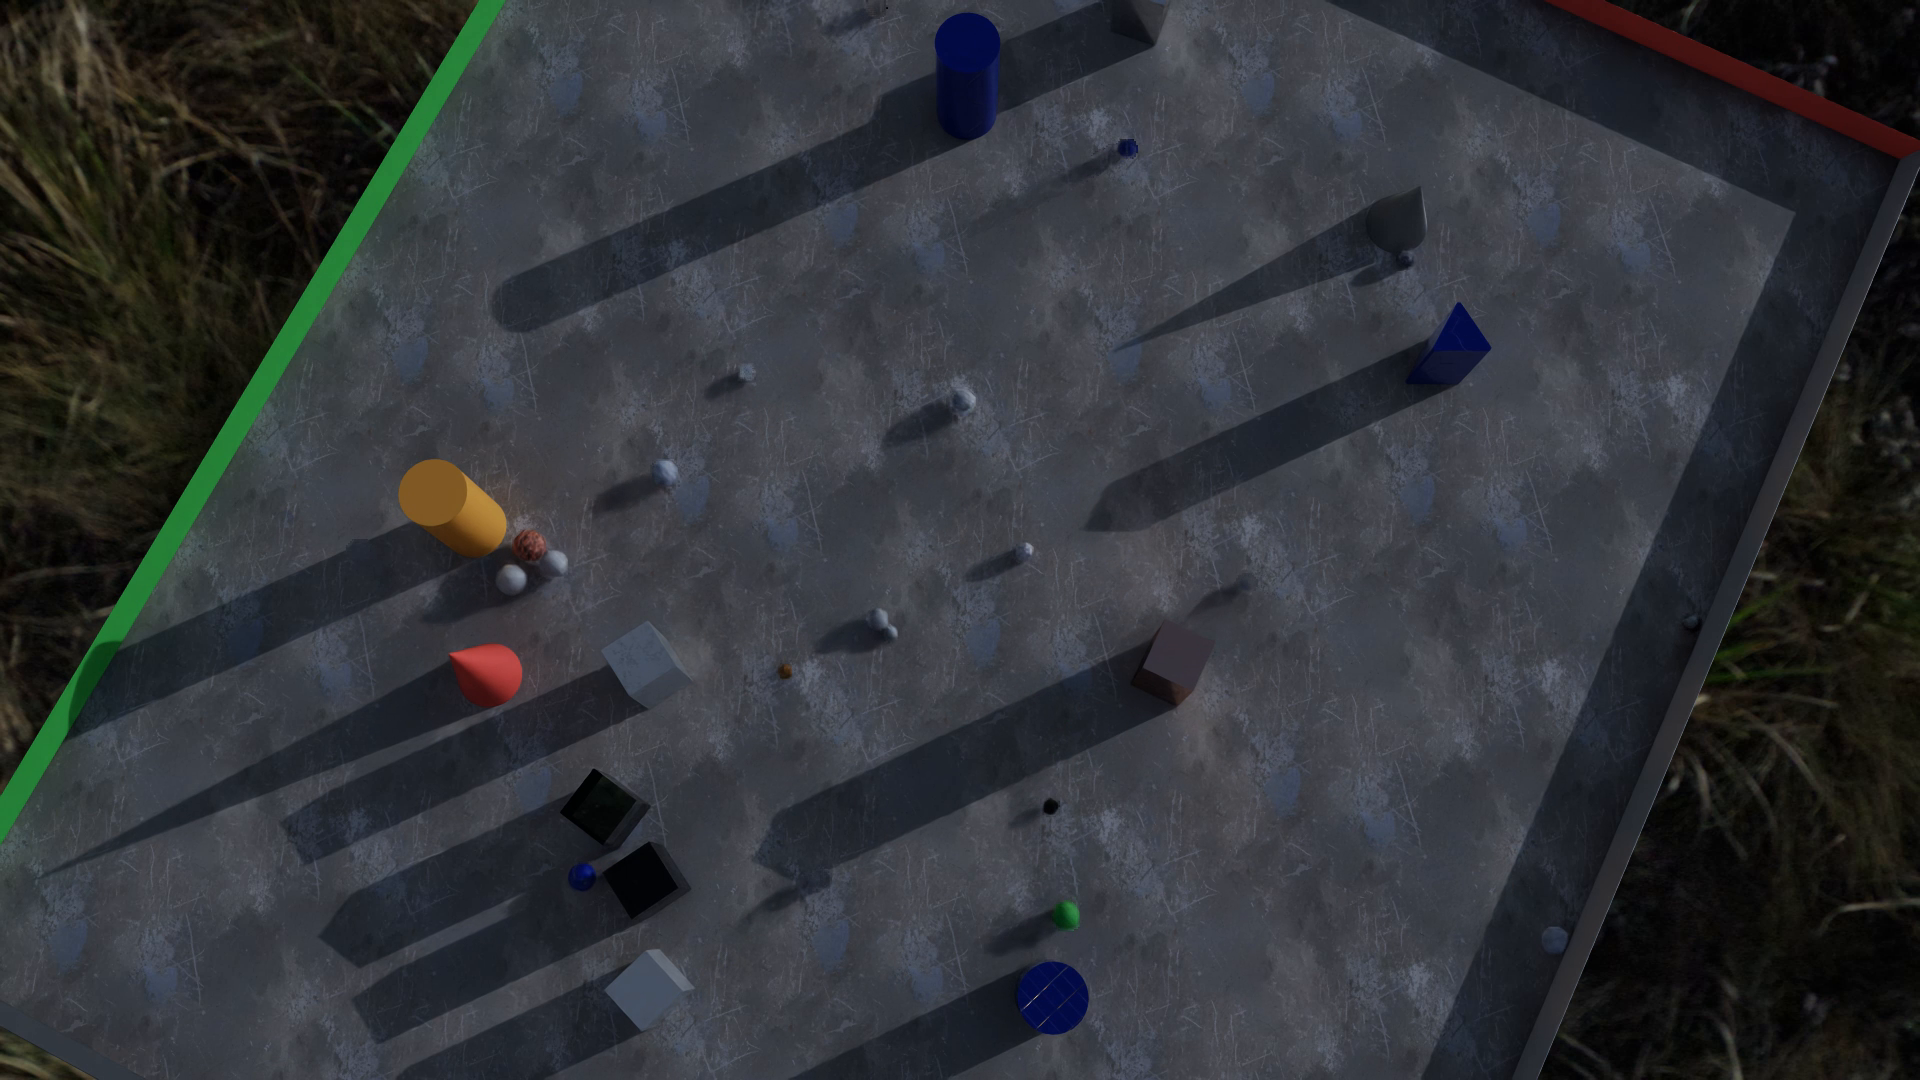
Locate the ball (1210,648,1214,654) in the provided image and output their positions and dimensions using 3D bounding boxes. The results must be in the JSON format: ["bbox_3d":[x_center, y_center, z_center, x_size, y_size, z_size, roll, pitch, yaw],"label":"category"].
[{"bbox_3d":[0.729,0.327,5.516,0.065,0.065,0.065,0,78,0],"label":"ball"}]

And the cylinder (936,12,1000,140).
[{"bbox_3d":[0.022,-1.428,5.670,0.195,0.474,0.195,0,78,0],"label":"cylinder"}]

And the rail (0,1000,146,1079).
[{"bbox_3d":[-1.101,2.163,5.103,4.311,0.126,0.045,26,80,5],"label":"rail"}]

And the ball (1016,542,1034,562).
[{"bbox_3d":[0.198,0.036,5.579,0.060,0.060,0.060,0,78,0],"label":"ball"}]

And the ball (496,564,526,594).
[{"bbox_3d":[-1.359,0.120,5.545,0.092,0.092,0.092,0,78,0],"label":"ball"}]

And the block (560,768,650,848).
[{"bbox_3d":[-1.027,0.782,5.325,0.156,0.254,0.156,36,81,7],"label":"block"}]

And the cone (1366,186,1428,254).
[{"bbox_3d":[1.387,-1.035,5.668,0.195,0.318,0.195,0,78,0],"label":"cone"}]

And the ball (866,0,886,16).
[{"bbox_3d":[-0.272,-1.730,5.942,0.063,0.063,0.063,0,78,0],"label":"ball"}]

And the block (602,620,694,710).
[{"bbox_3d":[-0.913,0.369,5.367,0.156,0.339,0.156,-33,80,-6],"label":"block"}]

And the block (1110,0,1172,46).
[{"bbox_3d":[0.587,-1.728,5.837,0.156,0.269,0.156,19,79,4],"label":"block"}]

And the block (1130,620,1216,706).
[{"bbox_3d":[0.617,0.362,5.346,0.156,0.382,0.156,25,79,5],"label":"block"}]

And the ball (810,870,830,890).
[{"bbox_3d":[-0.411,0.997,5.380,0.059,0.059,0.059,0,78,0],"label":"ball"}]

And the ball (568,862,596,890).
[{"bbox_3d":[-1.106,0.987,5.371,0.081,0.081,0.081,0,78,0],"label":"ball"}]

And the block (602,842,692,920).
[{"bbox_3d":[-0.899,0.983,5.280,0.156,0.261,0.156,-33,80,-7],"label":"block"}]

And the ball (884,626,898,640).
[{"bbox_3d":[-0.210,0.280,5.537,0.043,0.043,0.043,0,78,0],"label":"ball"}]

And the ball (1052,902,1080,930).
[{"bbox_3d":[0.311,1.095,5.349,0.080,0.080,0.080,0,78,0],"label":"ball"}]

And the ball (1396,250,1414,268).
[{"bbox_3d":[1.400,-0.885,5.770,0.058,0.058,0.058,0,78,0],"label":"ball"}]

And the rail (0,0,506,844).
[{"bbox_3d":[-1.907,-0.927,5.743,0.045,0.126,4.971,26,80,5],"label":"rail"}]

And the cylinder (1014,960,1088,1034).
[{"bbox_3d":[0.255,1.287,5.179,0.195,0.335,0.195,0,78,0],"label":"cylinder"}]

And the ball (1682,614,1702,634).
[{"bbox_3d":[2.211,0.253,5.536,0.056,0.056,0.056,0,78,0],"label":"ball"}]

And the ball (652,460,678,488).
[{"bbox_3d":[-0.905,-0.204,5.616,0.083,0.083,0.083,0,78,0],"label":"ball"}]

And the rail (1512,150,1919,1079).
[{"bbox_3d":[1.907,0.940,5.356,0.045,0.126,4.971,26,80,5],"label":"rail"}]

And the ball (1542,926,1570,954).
[{"bbox_3d":[1.733,1.165,5.336,0.078,0.078,0.078,0,78,0],"label":"ball"}]

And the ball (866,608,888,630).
[{"bbox_3d":[-0.248,0.240,5.533,0.067,0.067,0.067,0,78,0],"label":"ball"}]

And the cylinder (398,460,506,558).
[{"bbox_3d":[-1.489,-0.088,5.401,0.195,0.458,0.195,0,78,0],"label":"cylinder"}]

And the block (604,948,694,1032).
[{"bbox_3d":[-0.882,1.281,5.227,0.156,0.243,0.156,-44,82,-8],"label":"block"}]

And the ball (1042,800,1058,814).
[{"bbox_3d":[0.268,0.791,5.430,0.044,0.044,0.044,0,78,0],"label":"ball"}]

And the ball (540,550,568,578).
[{"bbox_3d":[-1.231,0.072,5.559,0.084,0.084,0.084,0,78,0],"label":"ball"}]

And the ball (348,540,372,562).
[{"bbox_3d":[-1.825,0.035,5.574,0.069,0.069,0.069,0,78,0],"label":"ball"}]

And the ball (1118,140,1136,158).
[{"bbox_3d":[0.532,-1.249,5.847,0.055,0.055,0.055,0,78,0],"label":"ball"}]

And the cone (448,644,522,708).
[{"bbox_3d":[-1.419,0.361,5.308,0.195,0.459,0.195,0,78,0],"label":"cone"}]

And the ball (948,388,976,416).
[{"bbox_3d":[0.007,-0.425,5.661,0.085,0.085,0.085,0,78,0],"label":"ball"}]

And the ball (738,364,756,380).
[{"bbox_3d":[-0.661,-0.521,5.698,0.052,0.052,0.052,0,78,0],"label":"ball"}]

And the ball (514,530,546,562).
[{"bbox_3d":[-1.306,0.017,5.563,0.097,0.097,0.097,0,78,0],"label":"ball"}]

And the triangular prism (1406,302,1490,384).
[{"bbox_3d":[1.474,-0.596,5.565,0.168,0.343,0.146,0,78,0],"label":"triangular prism"}]

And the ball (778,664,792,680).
[{"bbox_3d":[-0.525,0.397,5.512,0.044,0.044,0.044,0,78,0],"label":"ball"}]

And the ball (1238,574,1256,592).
[{"bbox_3d":[0.871,0.131,5.564,0.050,0.050,0.050,0,78,0],"label":"ball"}]

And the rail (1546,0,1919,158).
[{"bbox_3d":[1.101,-2.150,5.996,4.311,0.126,0.045,26,80,5],"label":"rail"}]
